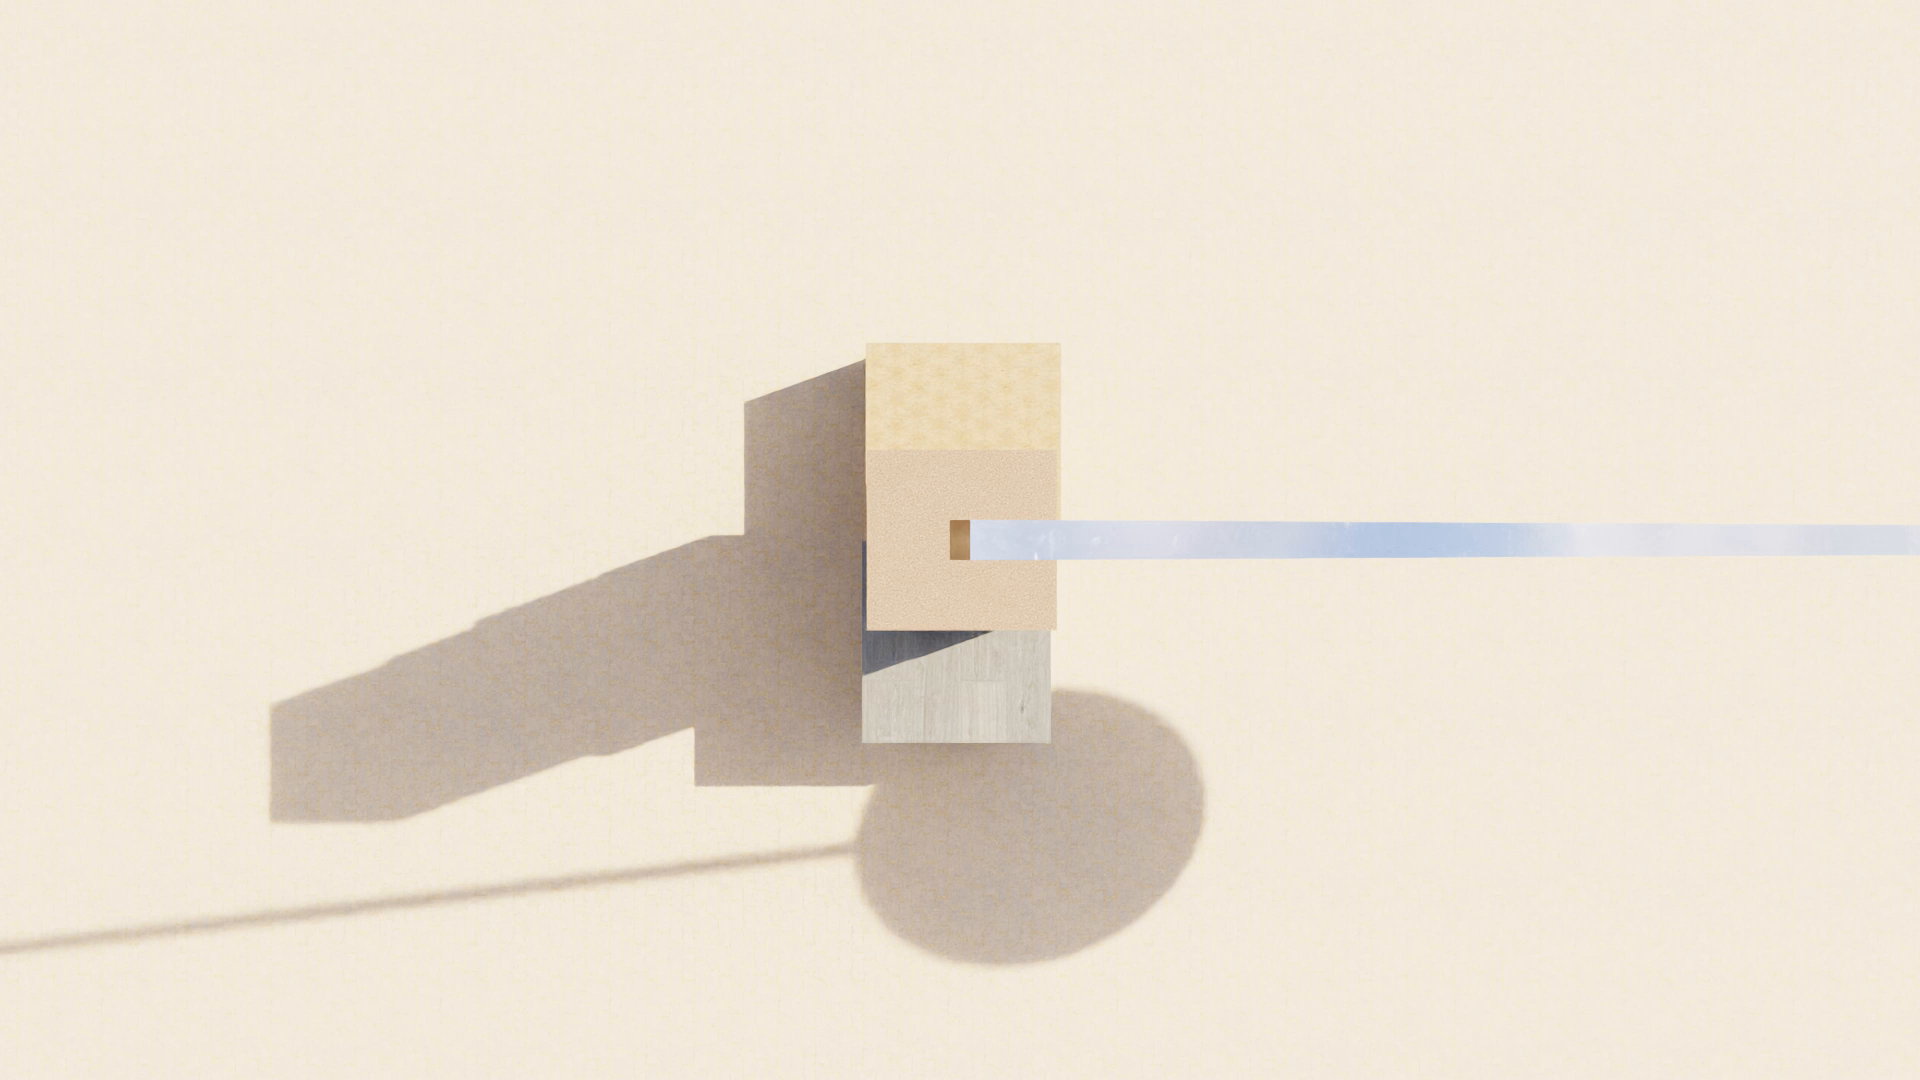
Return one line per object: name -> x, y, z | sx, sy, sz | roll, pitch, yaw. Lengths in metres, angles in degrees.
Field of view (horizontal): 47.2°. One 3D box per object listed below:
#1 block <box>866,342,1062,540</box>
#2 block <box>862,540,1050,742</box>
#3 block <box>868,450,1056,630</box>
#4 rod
block -> 0.019, -0.545, 12.554 | 1.075, 0.892, 1.080 | 0, 90, 0
block -> -0.019, 0.545, 12.384 | 1.009, 1.233, 1.080 | 0, 90, 0
block -> 0.008, 0.000, 9.041 | 0.745, 0.825, 0.709 | 0, 90, 0
rod -> 2.234, 0.000, 5.708 | 5.200, 0.080, 0.080 | 0, 90, -31
